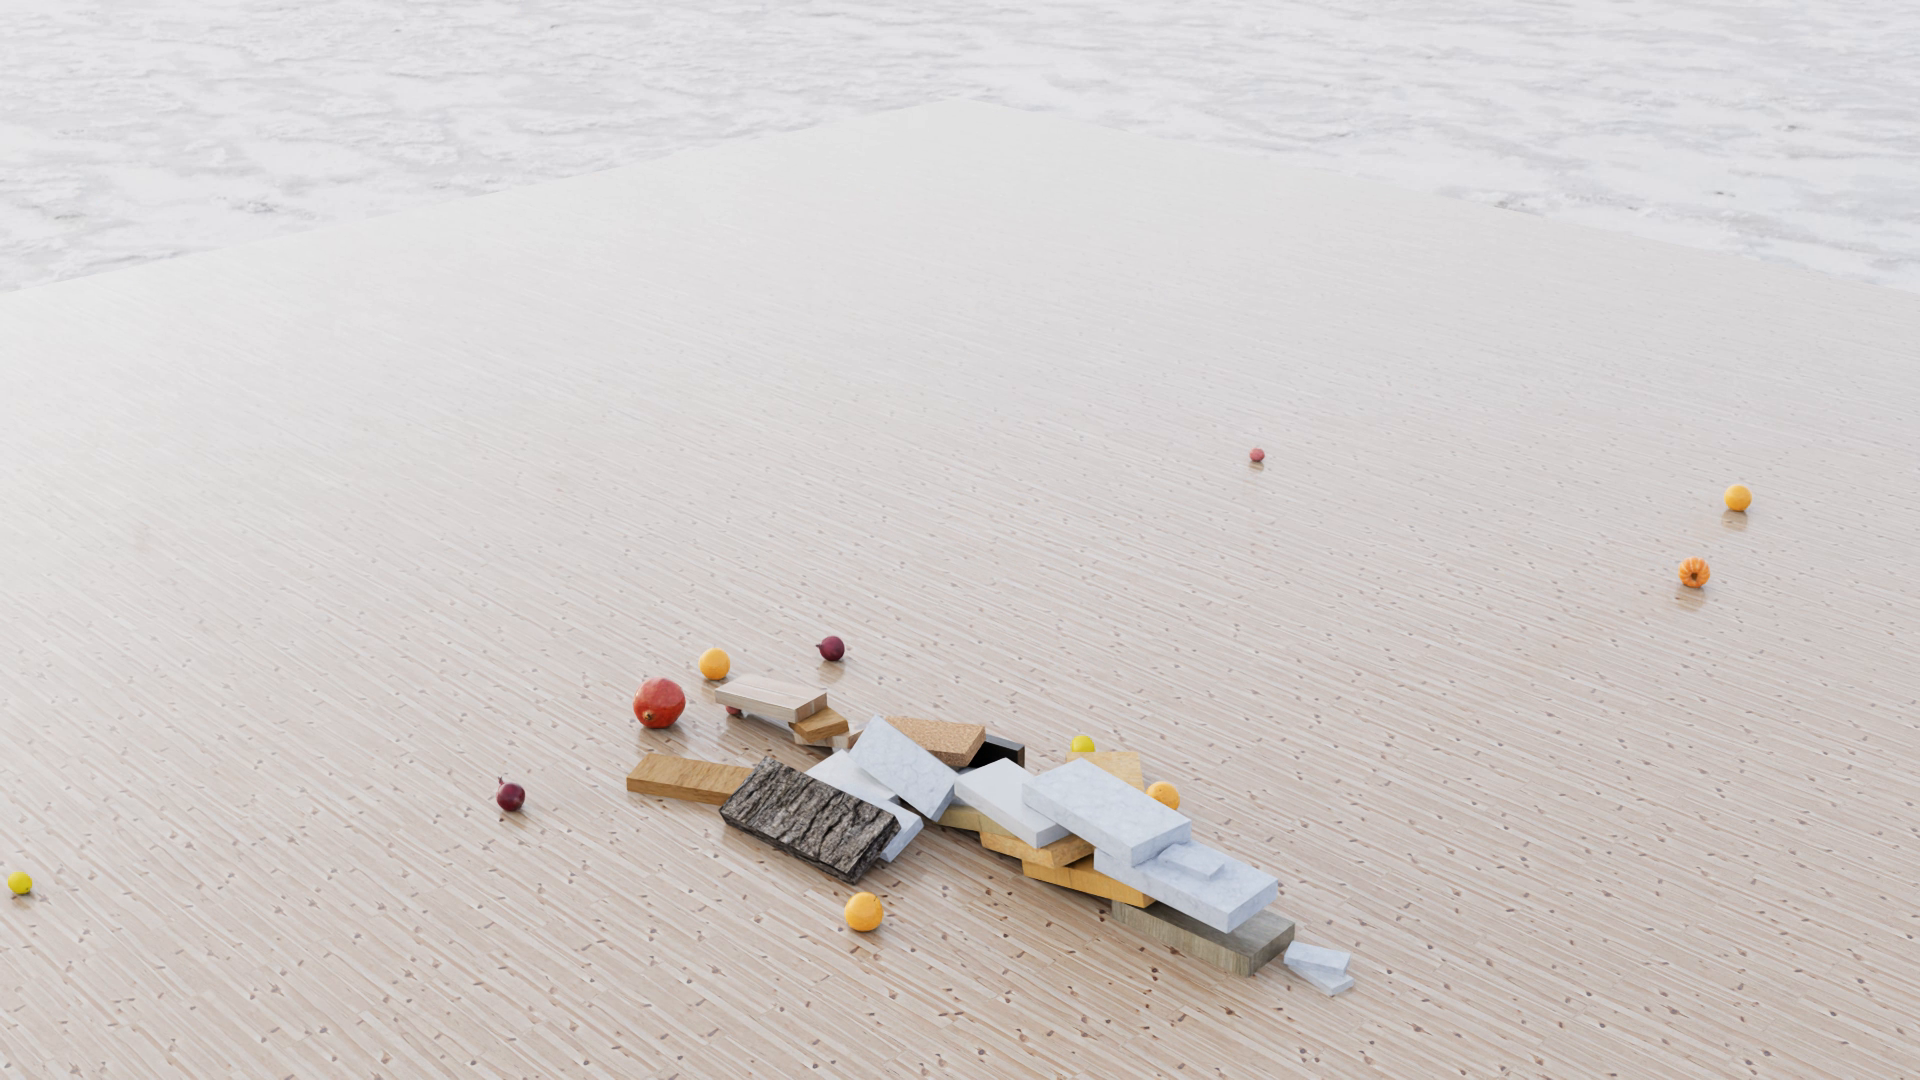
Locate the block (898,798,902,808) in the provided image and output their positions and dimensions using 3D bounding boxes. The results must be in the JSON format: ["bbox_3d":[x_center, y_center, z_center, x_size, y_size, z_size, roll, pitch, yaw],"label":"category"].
[{"bbox_3d":[-0.145,0.553,4.437,0.054,0.015,0.108,-1,23,-3],"label":"block"}]

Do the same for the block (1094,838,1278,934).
[{"bbox_3d":[0.411,0.609,4.013,0.303,0.043,0.152,21,32,38],"label":"block"}]

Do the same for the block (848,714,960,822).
[{"bbox_3d":[-0.109,0.458,4.425,0.248,0.104,0.029,33,-2,35],"label":"block"}]

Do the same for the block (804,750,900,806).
[{"bbox_3d":[-0.226,0.511,4.474,0.112,0.032,0.223,-31,34,-20],"label":"block"}]

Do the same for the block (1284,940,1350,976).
[{"bbox_3d":[0.639,0.749,3.936,0.108,0.015,0.054,9,25,21],"label":"block"}]

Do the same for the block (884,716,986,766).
[{"bbox_3d":[-0.069,0.412,4.516,0.220,0.031,0.110,4,28,23],"label":"block"}]

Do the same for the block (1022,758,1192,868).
[{"bbox_3d":[0.273,0.508,4.129,0.152,0.043,0.303,-18,29,-35],"label":"block"}]

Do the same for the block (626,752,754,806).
[{"bbox_3d":[-0.542,0.498,4.546,0.269,0.032,0.112,7,24,16],"label":"block"}]

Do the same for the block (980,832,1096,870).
[{"bbox_3d":[0.159,0.574,4.242,0.128,0.036,0.256,-19,13,-29],"label":"block"}]

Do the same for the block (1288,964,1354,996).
[{"bbox_3d":[0.643,0.772,3.921,0.054,0.015,0.108,-16,28,-33],"label":"block"}]

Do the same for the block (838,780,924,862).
[{"bbox_3d":[-0.182,0.553,4.332,0.207,0.029,0.103,21,54,39],"label":"block"}]

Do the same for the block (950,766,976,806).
[{"bbox_3d":[0.002,0.496,4.447,0.110,0.031,0.220,-22,14,-39],"label":"block"}]

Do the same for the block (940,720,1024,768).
[{"bbox_3d":[0.038,0.451,4.565,0.207,0.103,0.029,14,27,29],"label":"block"}]

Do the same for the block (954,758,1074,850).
[{"bbox_3d":[0.117,0.505,4.238,0.128,0.036,0.256,-18,30,-33],"label":"block"}]

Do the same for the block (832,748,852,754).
[{"bbox_3d":[-0.175,0.436,4.617,0.179,0.025,0.090,0,18,46],"label":"block"}]

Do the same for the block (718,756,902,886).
[{"bbox_3d":[-0.298,0.549,4.329,0.358,0.043,0.152,19,56,38],"label":"block"}]

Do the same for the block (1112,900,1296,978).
[{"bbox_3d":[0.447,0.701,4.054,0.303,0.043,0.152,19,29,37],"label":"block"}]

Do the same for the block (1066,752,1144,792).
[{"bbox_3d":[0.298,0.523,4.474,0.152,0.043,0.303,0,23,0],"label":"block"}]

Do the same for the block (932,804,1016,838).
[{"bbox_3d":[0.069,0.534,4.355,0.128,0.036,0.256,-22,14,-37],"label":"block"}]

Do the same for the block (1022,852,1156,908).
[{"bbox_3d":[0.280,0.617,4.174,0.303,0.043,0.152,7,22,45],"label":"block"}]

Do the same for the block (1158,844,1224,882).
[{"bbox_3d":[0.420,0.586,3.994,0.108,0.015,0.054,18,30,33],"label":"block"}]

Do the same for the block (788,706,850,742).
[{"bbox_3d":[-0.305,0.392,4.707,0.090,0.025,0.179,-16,11,-16],"label":"block"}]

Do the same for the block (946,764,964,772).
[{"bbox_3d":[-0.099,0.463,4.552,0.220,0.031,0.110,-2,17,41],"label":"block"}]

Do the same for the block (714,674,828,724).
[{"bbox_3d":[-0.412,0.344,4.795,0.223,0.032,0.112,11,22,33],"label":"block"}]

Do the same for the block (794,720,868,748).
[{"bbox_3d":[-0.263,0.412,4.691,0.179,0.025,0.090,-1,16,46],"label":"block"}]
